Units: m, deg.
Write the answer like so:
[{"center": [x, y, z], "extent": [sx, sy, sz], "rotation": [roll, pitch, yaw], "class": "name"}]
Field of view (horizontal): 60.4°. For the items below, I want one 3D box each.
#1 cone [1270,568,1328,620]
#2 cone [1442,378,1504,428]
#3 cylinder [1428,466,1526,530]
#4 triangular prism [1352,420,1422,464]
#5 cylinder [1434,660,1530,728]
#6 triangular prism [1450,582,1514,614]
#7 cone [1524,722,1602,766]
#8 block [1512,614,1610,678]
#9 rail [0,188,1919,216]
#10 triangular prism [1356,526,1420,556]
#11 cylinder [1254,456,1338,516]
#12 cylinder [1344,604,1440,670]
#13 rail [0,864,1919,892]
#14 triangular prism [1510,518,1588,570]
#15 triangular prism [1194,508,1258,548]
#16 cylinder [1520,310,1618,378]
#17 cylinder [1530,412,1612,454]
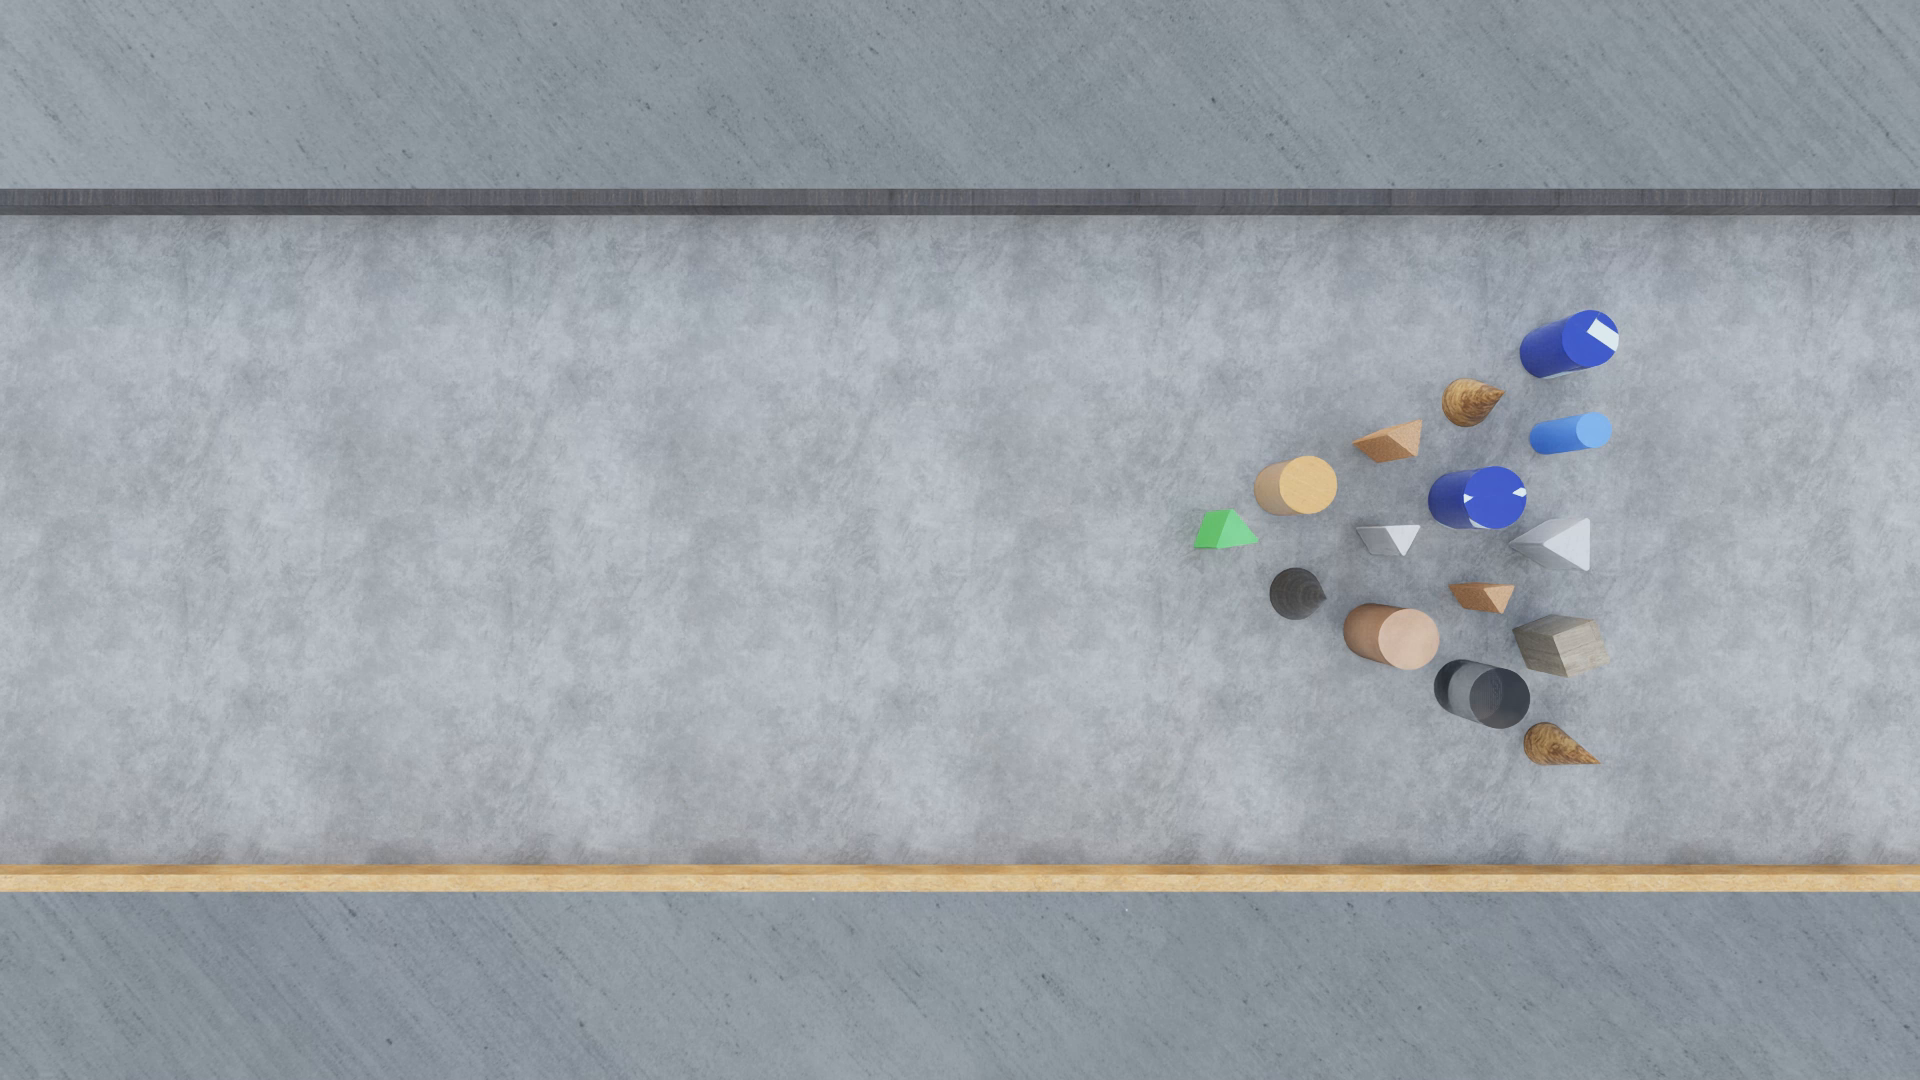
[{"center": [1.033, 0.166, 4.859], "extent": [0.162, 0.435, 0.162], "rotation": [0, 90, 0], "class": "cone"}, {"center": [1.559, -0.424, 4.893], "extent": [0.152, 0.367, 0.152], "rotation": [0, 90, 0], "class": "cone"}, {"center": [1.530, -0.121, 4.895], "extent": [0.179, 0.362, 0.179], "rotation": [0, 90, 0], "class": "cylinder"}, {"center": [1.275, -0.304, 4.866], "extent": [0.104, 0.420, 0.090], "rotation": [38, 90, 0], "class": "triangular prism"}, {"center": [1.545, 0.454, 4.899], "extent": [0.174, 0.356, 0.174], "rotation": [0, 90, 0], "class": "cylinder"}, {"center": [1.559, 0.153, 4.902], "extent": [0.076, 0.349, 0.087], "rotation": [-36, 90, 0], "class": "triangular prism"}, {"center": [1.801, 0.627, 4.850], "extent": [0.134, 0.453, 0.134], "rotation": [0, 90, 0], "class": "cone"}, {"center": [1.782, 0.312, 4.902], "extent": [0.130, 0.348, 0.130], "rotation": [-21, 90, 0], "class": "block"}, {"center": [-2.247, -1.025, 5.002], "extent": [12.000, 0.150, 0.050], "rotation": [0, 90, 0], "class": "rail"}, {"center": [1.281, -0.018, 4.898], "extent": [0.084, 0.357, 0.097], "rotation": [-32, 90, 0], "class": "triangular prism"}, {"center": [0.987, -0.156, 4.874], "extent": [0.164, 0.405, 0.164], "rotation": [0, 90, 0], "class": "cylinder"}, {"center": [1.265, 0.280, 4.861], "extent": [0.172, 0.430, 0.172], "rotation": [0, 90, 0], "class": "cylinder"}, {"center": [-2.247, 1.025, 5.001], "extent": [12.000, 0.150, 0.050], "rotation": [0, 90, 0], "class": "rail"}, {"center": [1.785, -0.006, 4.924], "extent": [0.151, 0.306, 0.130], "rotation": [30, 90, 0], "class": "triangular prism"}, {"center": [0.770, -0.037, 4.851], "extent": [0.118, 0.451, 0.102], "rotation": [-10, 90, 0], "class": "triangular prism"}, {"center": [1.803, -0.577, 4.897], "extent": [0.163, 0.358, 0.163], "rotation": [0, 90, 0], "class": "cylinder"}, {"center": [1.804, -0.313, 4.884], "extent": [0.102, 0.384, 0.102], "rotation": [0, 90, 0], "class": "cylinder"}]
